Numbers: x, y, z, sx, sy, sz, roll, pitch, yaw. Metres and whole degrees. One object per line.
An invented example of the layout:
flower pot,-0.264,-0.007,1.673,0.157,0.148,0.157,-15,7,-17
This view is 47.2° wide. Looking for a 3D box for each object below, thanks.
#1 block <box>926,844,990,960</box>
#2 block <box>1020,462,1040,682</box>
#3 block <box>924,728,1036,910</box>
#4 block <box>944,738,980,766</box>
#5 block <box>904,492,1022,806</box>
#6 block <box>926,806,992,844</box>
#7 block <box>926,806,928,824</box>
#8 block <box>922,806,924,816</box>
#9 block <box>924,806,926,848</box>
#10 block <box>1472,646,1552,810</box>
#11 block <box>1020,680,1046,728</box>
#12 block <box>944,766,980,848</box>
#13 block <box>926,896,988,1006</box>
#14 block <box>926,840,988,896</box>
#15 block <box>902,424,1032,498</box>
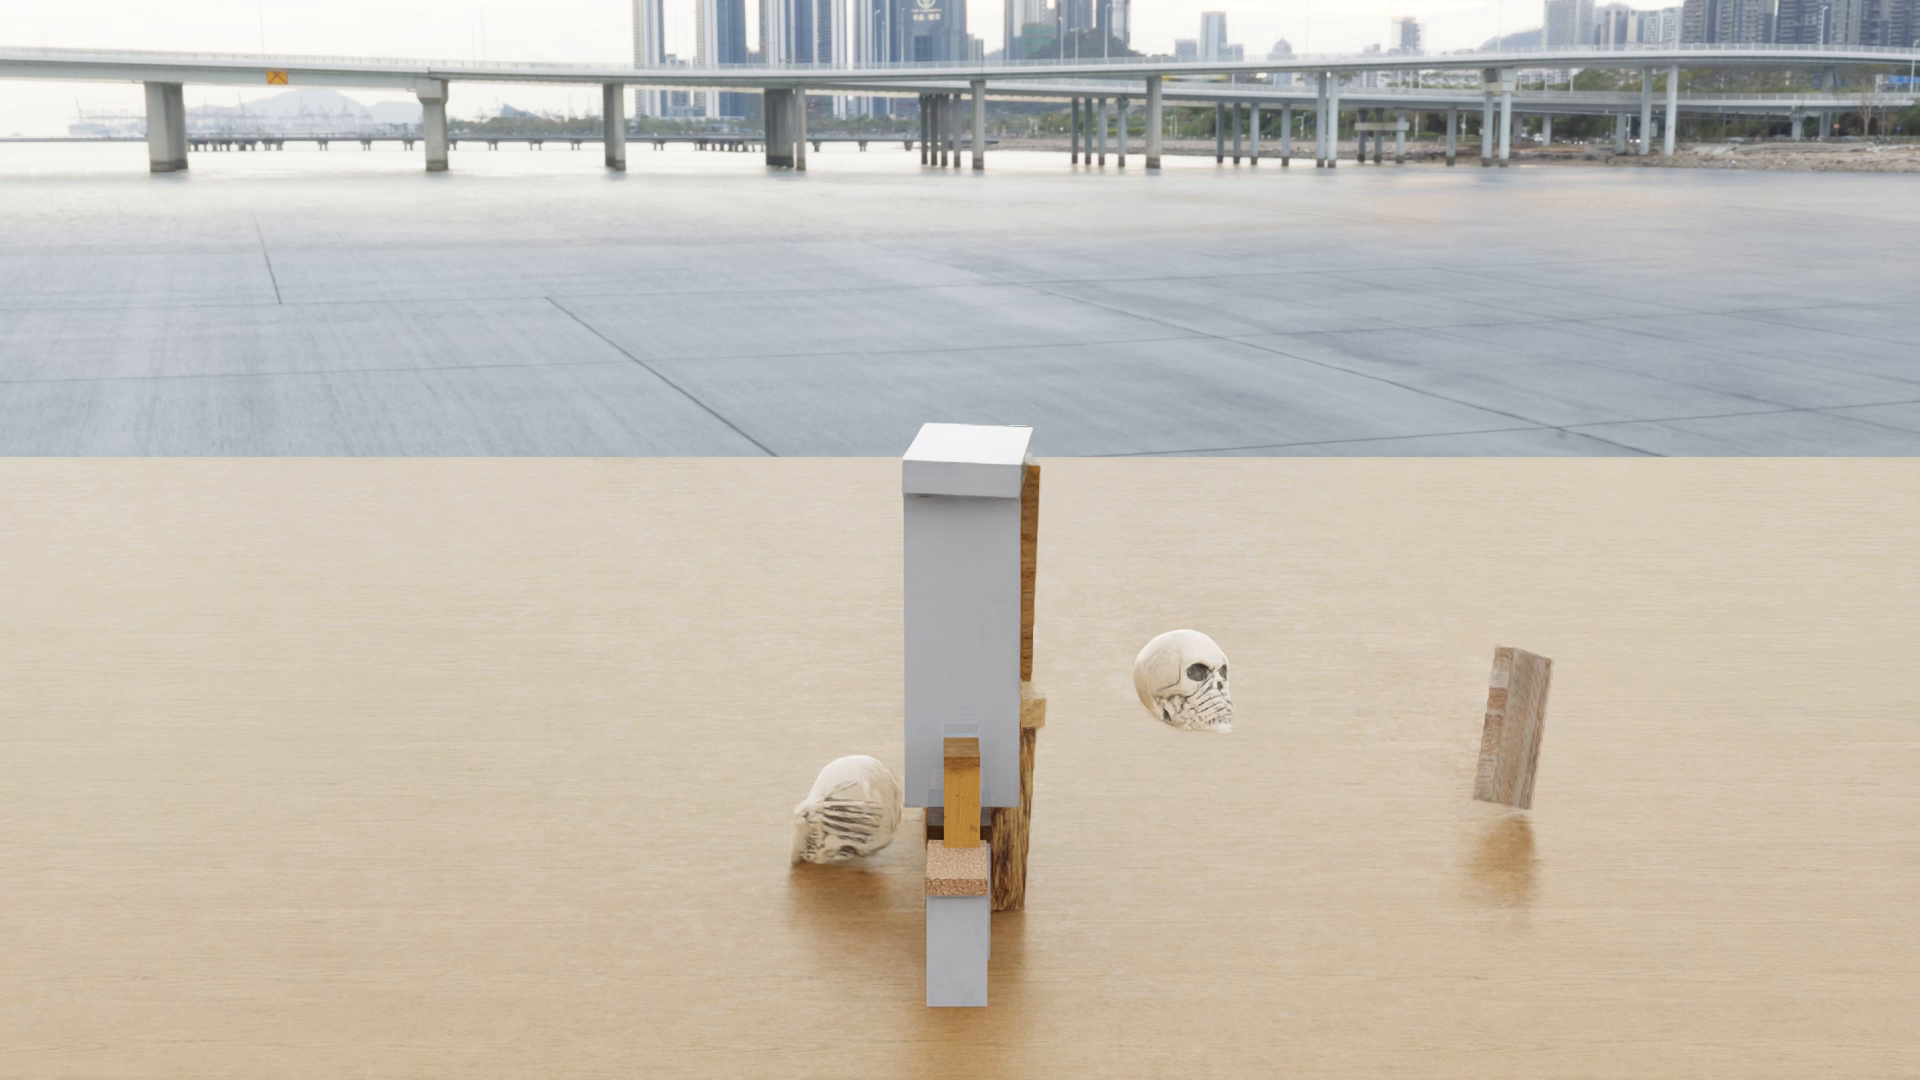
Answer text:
block,-0.002,0.547,3.371,0.097,0.193,0.027,0,10,0
block,0.034,0.050,3.606,0.178,0.355,0.050,2,8,-3
block,0.033,0.443,3.567,0.157,0.314,0.044,1,9,-17
block,0.002,0.318,3.297,0.054,0.015,0.107,0,11,-1
block,0.003,0.167,3.387,0.178,0.493,0.050,0,11,0
block,-0.001,0.427,3.414,0.097,0.027,0.194,0,11,0
block,0.024,0.405,3.803,0.157,0.314,0.044,3,10,16
block,0.003,0.360,4.081,0.150,0.300,0.042,-1,8,-6
block,0.009,0.394,3.895,0.150,0.300,0.042,-1,10,-2
block,1.023,0.348,4.068,0.134,0.284,0.038,16,-9,-42
block,0.033,0.249,3.632,0.157,0.044,0.314,1,9,-9
block,0.003,0.394,3.275,0.054,0.128,0.015,0,10,0
block,-0.004,0.589,3.192,0.088,0.175,0.025,0,11,0
block,-0.004,0.480,3.231,0.088,0.025,0.175,0,11,0
block,0.016,-0.128,3.453,0.178,0.050,0.356,3,12,4
